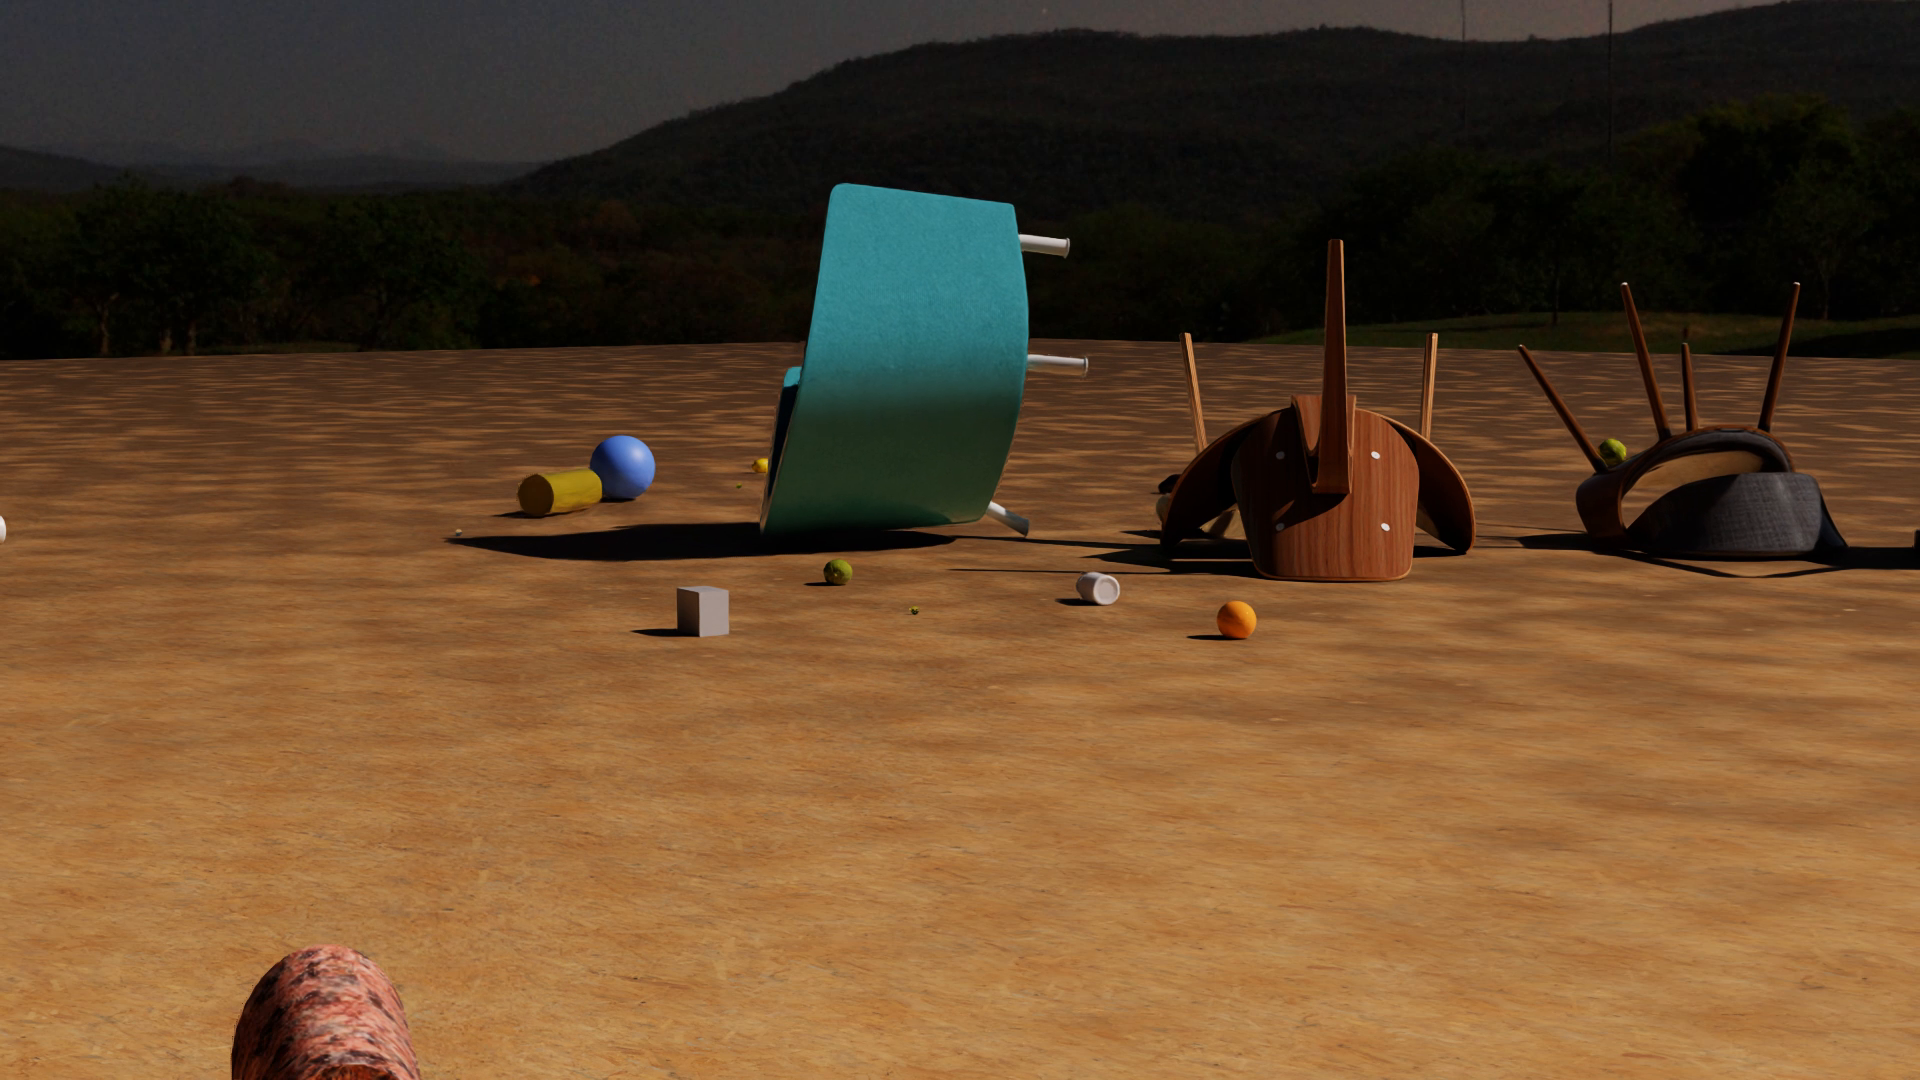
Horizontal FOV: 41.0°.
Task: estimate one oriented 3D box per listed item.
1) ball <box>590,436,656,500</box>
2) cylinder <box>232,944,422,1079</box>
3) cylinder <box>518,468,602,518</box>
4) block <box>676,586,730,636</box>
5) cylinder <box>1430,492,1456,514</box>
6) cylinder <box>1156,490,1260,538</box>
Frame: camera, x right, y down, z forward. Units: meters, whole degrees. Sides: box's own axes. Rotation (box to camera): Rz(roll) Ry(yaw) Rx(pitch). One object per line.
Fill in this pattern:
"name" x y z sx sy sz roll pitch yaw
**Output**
"ball" -0.992 -0.212 7.537 0.192 0.192 0.192 0 6 0
"cylinder" -0.362 0.336 1.484 0.104 0.167 0.117 -4 27 -19
"cylinder" -1.107 -0.131 7.121 0.113 0.116 0.256 14 11 21
"block" -0.475 0.131 4.740 0.062 0.082 0.085 -4 7 -34
"cylinder" 1.348 -0.104 7.167 0.080 0.051 0.061 -3 6 -25
"cylinder" 0.630 -0.068 6.543 0.194 0.107 0.193 4 4 -25
